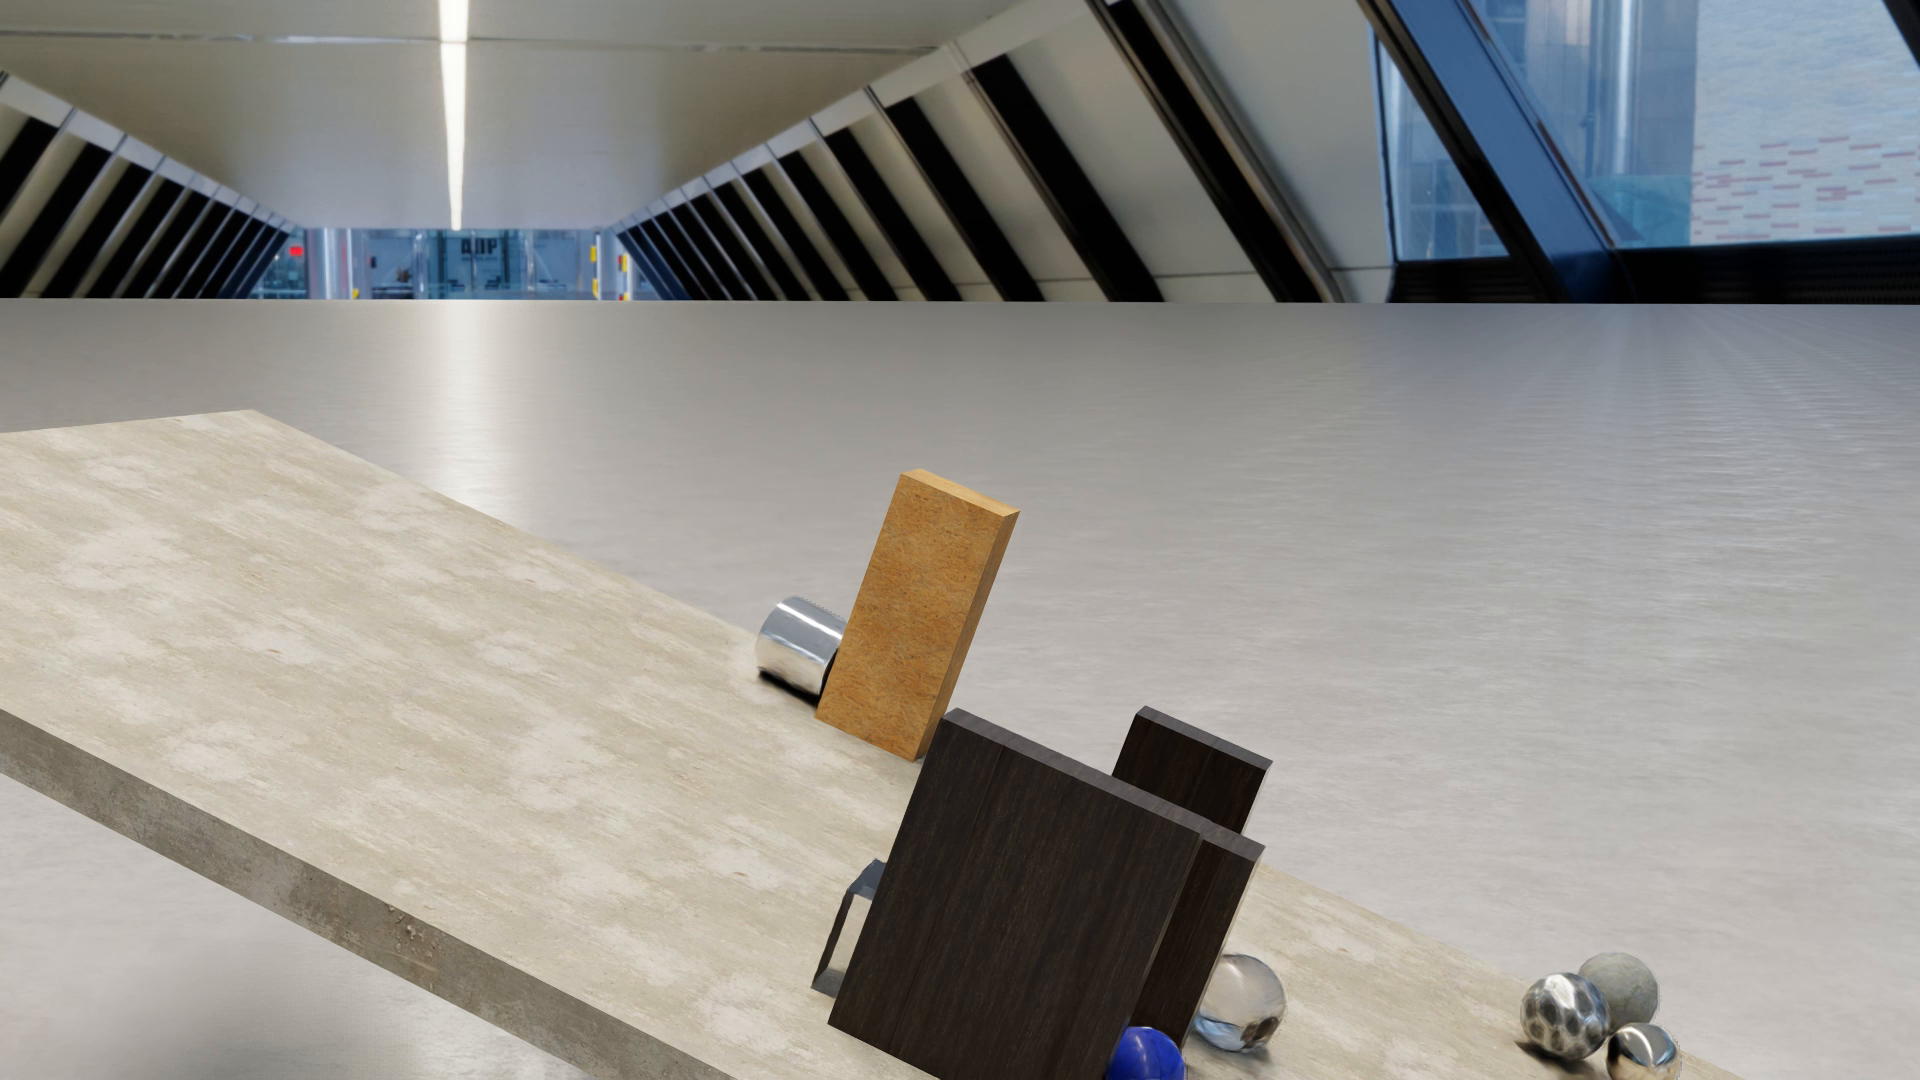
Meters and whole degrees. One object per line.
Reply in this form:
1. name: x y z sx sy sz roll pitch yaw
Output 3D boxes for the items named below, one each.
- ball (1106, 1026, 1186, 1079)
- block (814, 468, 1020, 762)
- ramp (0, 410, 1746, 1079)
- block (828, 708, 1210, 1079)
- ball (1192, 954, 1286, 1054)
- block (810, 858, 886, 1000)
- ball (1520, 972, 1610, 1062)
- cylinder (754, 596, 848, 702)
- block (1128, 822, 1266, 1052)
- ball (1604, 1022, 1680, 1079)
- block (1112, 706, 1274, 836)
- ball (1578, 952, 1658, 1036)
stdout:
1. ball: 0.288 0.847 3.502 0.143 0.143 0.143 0 7 0
2. block: -0.095 0.163 4.805 0.244 0.581 0.132 23 13 13
3. ramp: -0.326 0.590 4.206 4.000 0.100 2.000 23 13 13
4. block: 0.084 0.589 3.373 0.427 0.533 0.083 23 13 13
5. ball: 0.488 0.817 3.879 0.172 0.172 0.172 0 7 0
6. block: -0.110 0.660 3.594 0.179 0.179 0.179 22 13 9
7. ball: 1.212 0.956 4.408 0.176 0.176 0.176 0 7 0
8. cylinder: -0.334 0.252 4.967 0.189 0.189 0.189 26 18 24
9. block: 0.267 0.639 3.735 0.366 0.409 0.110 23 13 13
10. ball: 1.358 1.033 4.380 0.144 0.144 0.144 0 7 0
11. block: 0.381 0.570 4.134 0.262 0.442 0.085 23 13 13
12. ball: 1.391 0.962 4.665 0.175 0.175 0.175 0 7 0
